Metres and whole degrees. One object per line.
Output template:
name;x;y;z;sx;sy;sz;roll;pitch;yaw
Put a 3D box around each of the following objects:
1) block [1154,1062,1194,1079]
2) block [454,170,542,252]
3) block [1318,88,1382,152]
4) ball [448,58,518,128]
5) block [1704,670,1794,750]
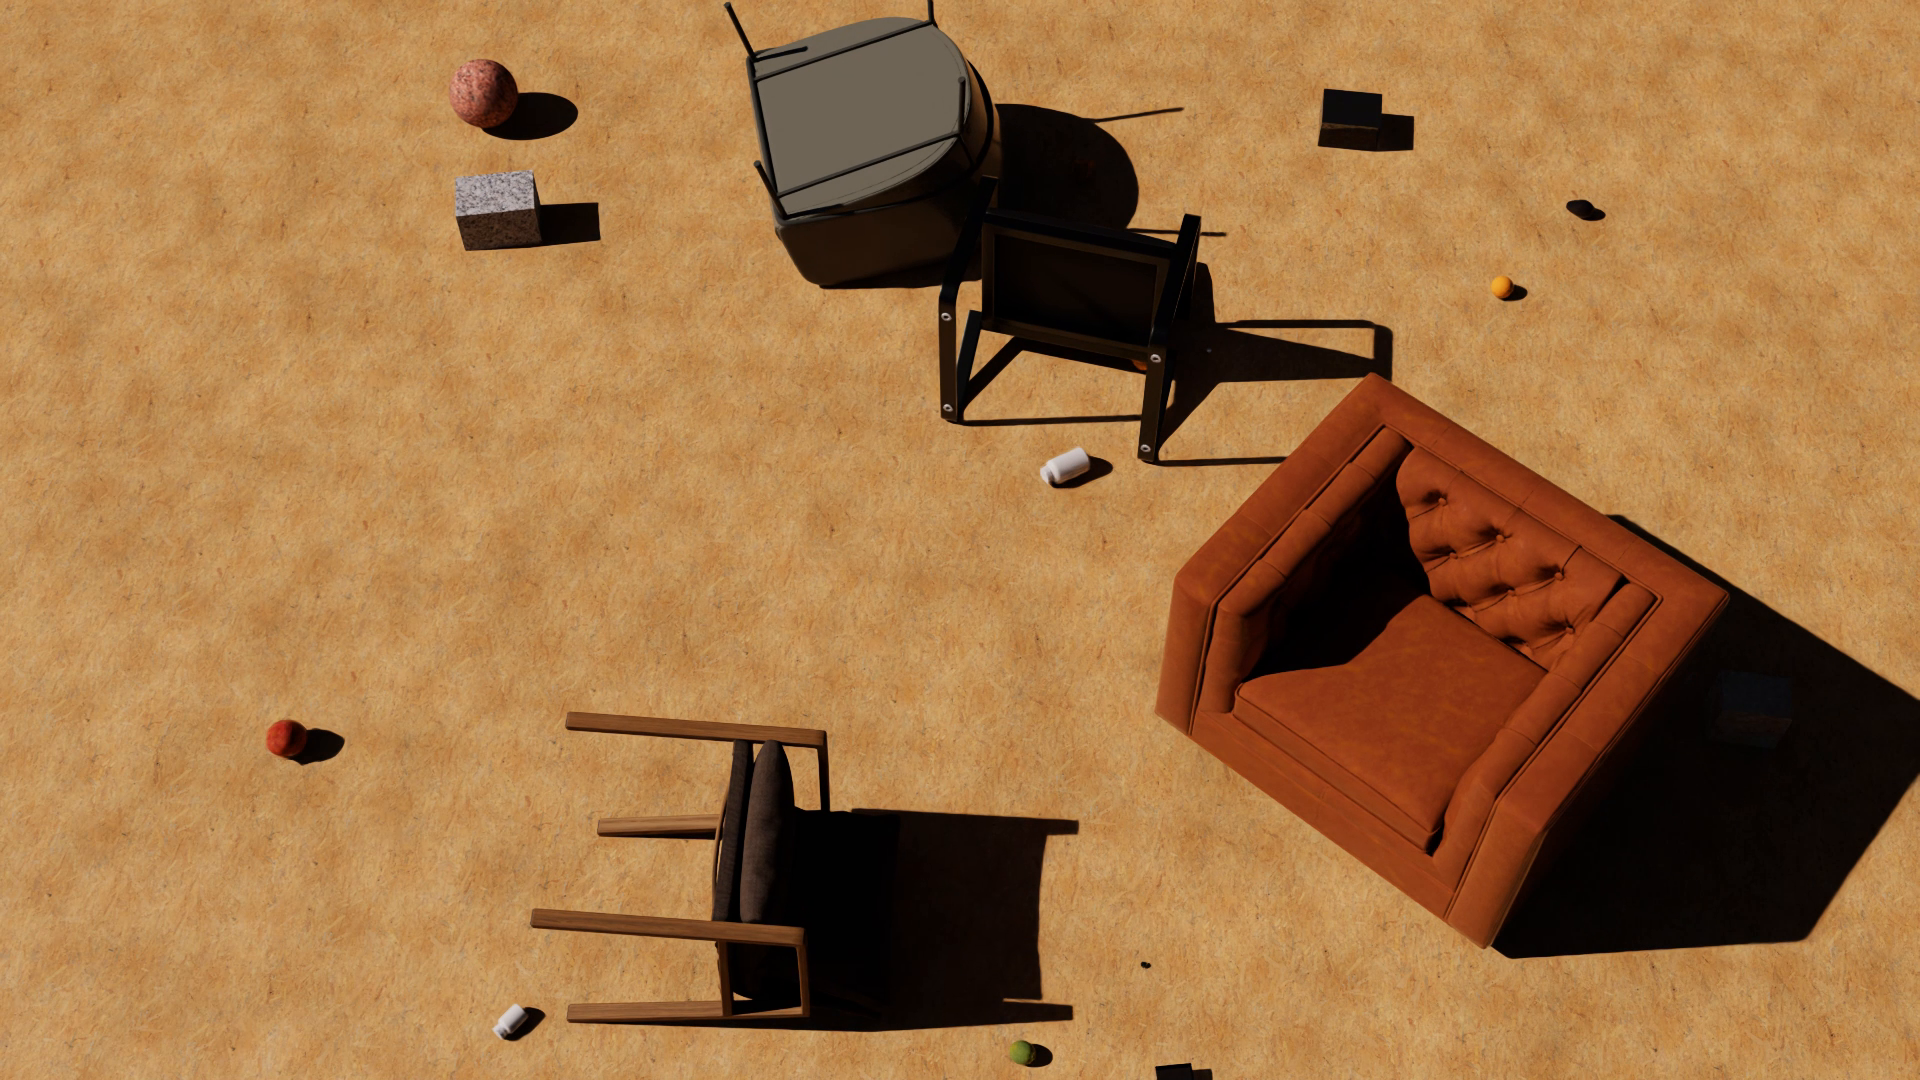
block;0.550;1.403;5.602;0.093;0.051;0.120;-5;56;-3
block;-1.509;-1.078;7.196;0.252;0.168;0.172;-7;56;-4
block;1.323;-1.424;7.461;0.197;0.114;0.161;6;56;4
ball;-1.615;-1.513;7.451;0.230;0.230;0.230;0;56;0
block;2.204;0.474;6.151;0.191;0.174;0.130;8;56;5
